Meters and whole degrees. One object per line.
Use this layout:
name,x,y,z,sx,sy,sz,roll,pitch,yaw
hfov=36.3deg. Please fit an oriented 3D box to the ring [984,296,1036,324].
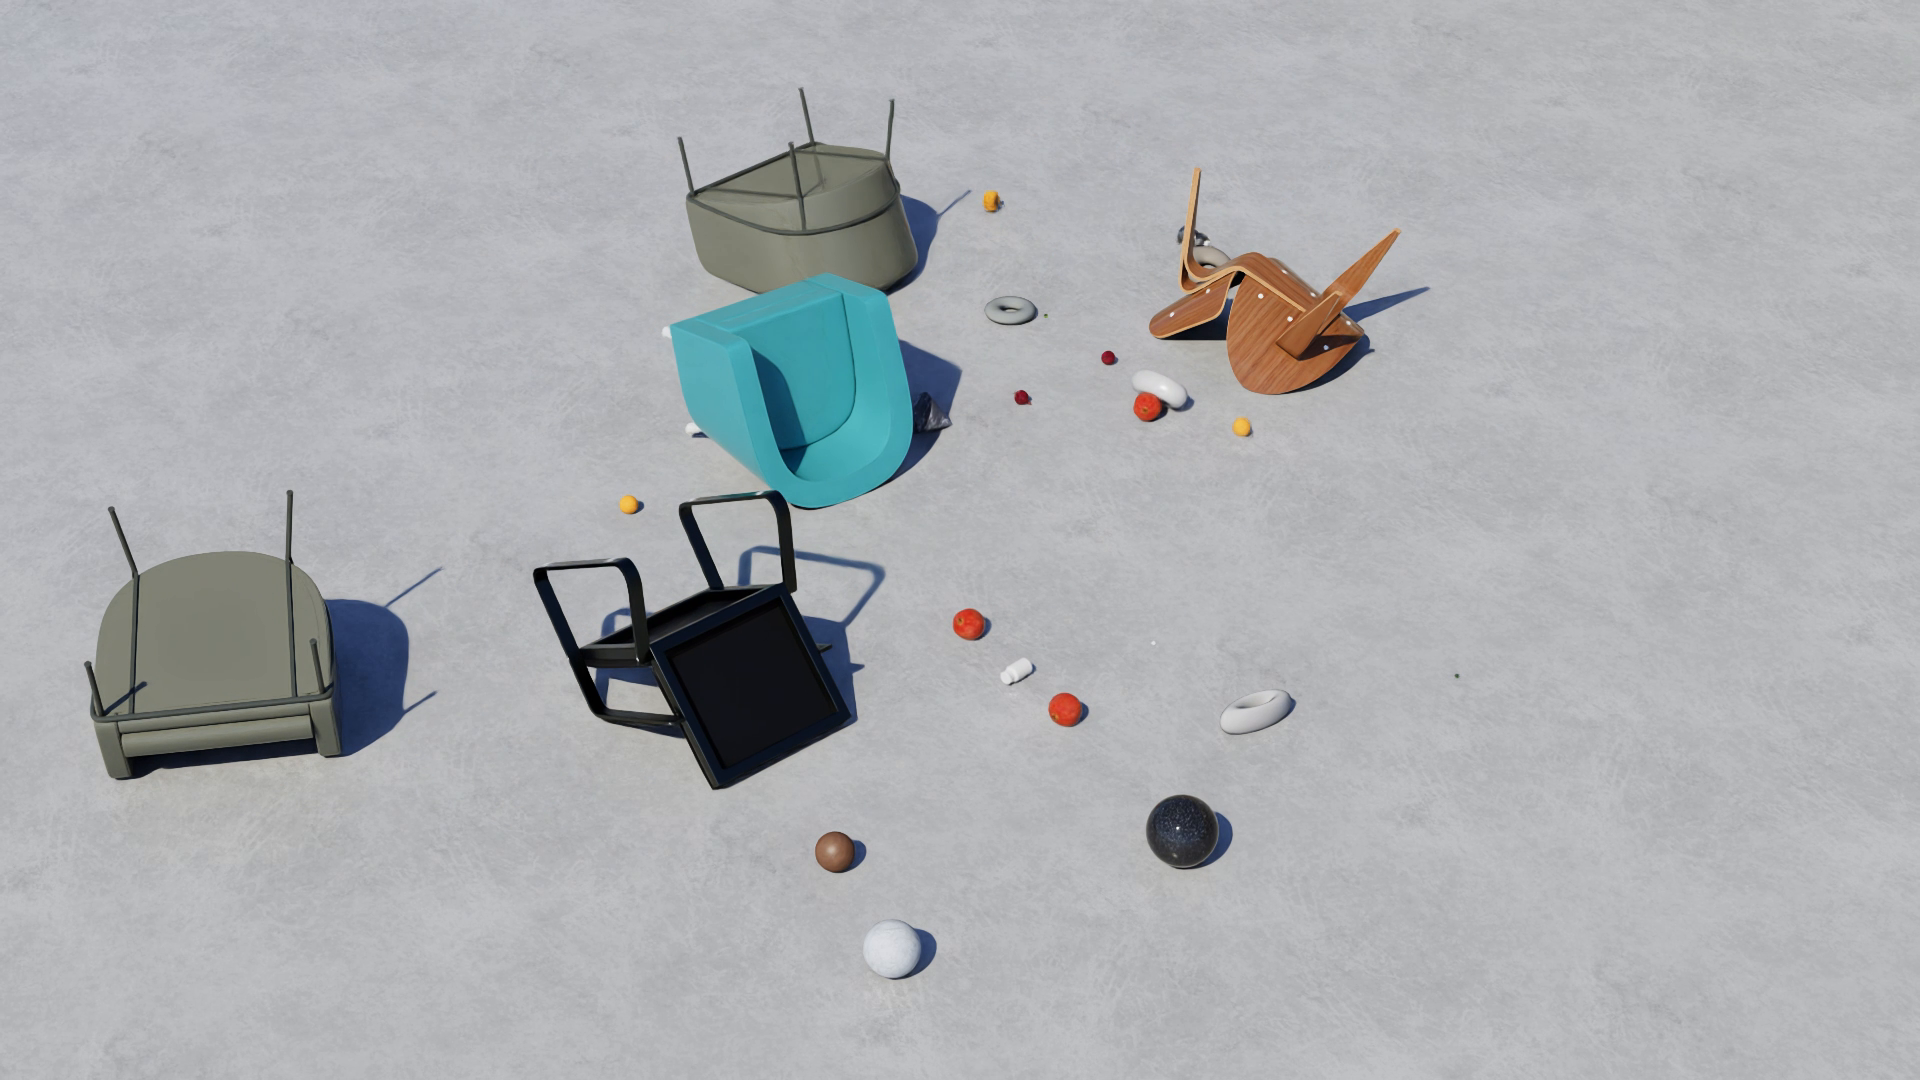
ring,0.212,-0.970,12.374,0.219,0.048,0.212,1,33,3

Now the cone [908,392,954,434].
cone,-0.092,-0.479,11.604,0.154,0.168,0.197,19,21,-26

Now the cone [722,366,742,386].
cone,-0.916,-0.656,11.919,0.085,0.049,0.086,-8,50,-16

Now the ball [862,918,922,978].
ball,-0.207,1.240,8.900,0.179,0.179,0.179,0,33,0

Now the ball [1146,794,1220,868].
ball,0.707,0.925,9.328,0.234,0.234,0.234,0,33,0

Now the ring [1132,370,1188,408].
ring,0.795,-0.604,11.715,0.255,0.175,0.093,23,83,34

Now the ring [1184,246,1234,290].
ring,1.076,-1.178,12.679,0.218,0.060,0.352,-5,34,-5

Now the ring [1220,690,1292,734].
ring,1.006,0.584,9.972,0.288,0.098,0.110,-17,34,-25
